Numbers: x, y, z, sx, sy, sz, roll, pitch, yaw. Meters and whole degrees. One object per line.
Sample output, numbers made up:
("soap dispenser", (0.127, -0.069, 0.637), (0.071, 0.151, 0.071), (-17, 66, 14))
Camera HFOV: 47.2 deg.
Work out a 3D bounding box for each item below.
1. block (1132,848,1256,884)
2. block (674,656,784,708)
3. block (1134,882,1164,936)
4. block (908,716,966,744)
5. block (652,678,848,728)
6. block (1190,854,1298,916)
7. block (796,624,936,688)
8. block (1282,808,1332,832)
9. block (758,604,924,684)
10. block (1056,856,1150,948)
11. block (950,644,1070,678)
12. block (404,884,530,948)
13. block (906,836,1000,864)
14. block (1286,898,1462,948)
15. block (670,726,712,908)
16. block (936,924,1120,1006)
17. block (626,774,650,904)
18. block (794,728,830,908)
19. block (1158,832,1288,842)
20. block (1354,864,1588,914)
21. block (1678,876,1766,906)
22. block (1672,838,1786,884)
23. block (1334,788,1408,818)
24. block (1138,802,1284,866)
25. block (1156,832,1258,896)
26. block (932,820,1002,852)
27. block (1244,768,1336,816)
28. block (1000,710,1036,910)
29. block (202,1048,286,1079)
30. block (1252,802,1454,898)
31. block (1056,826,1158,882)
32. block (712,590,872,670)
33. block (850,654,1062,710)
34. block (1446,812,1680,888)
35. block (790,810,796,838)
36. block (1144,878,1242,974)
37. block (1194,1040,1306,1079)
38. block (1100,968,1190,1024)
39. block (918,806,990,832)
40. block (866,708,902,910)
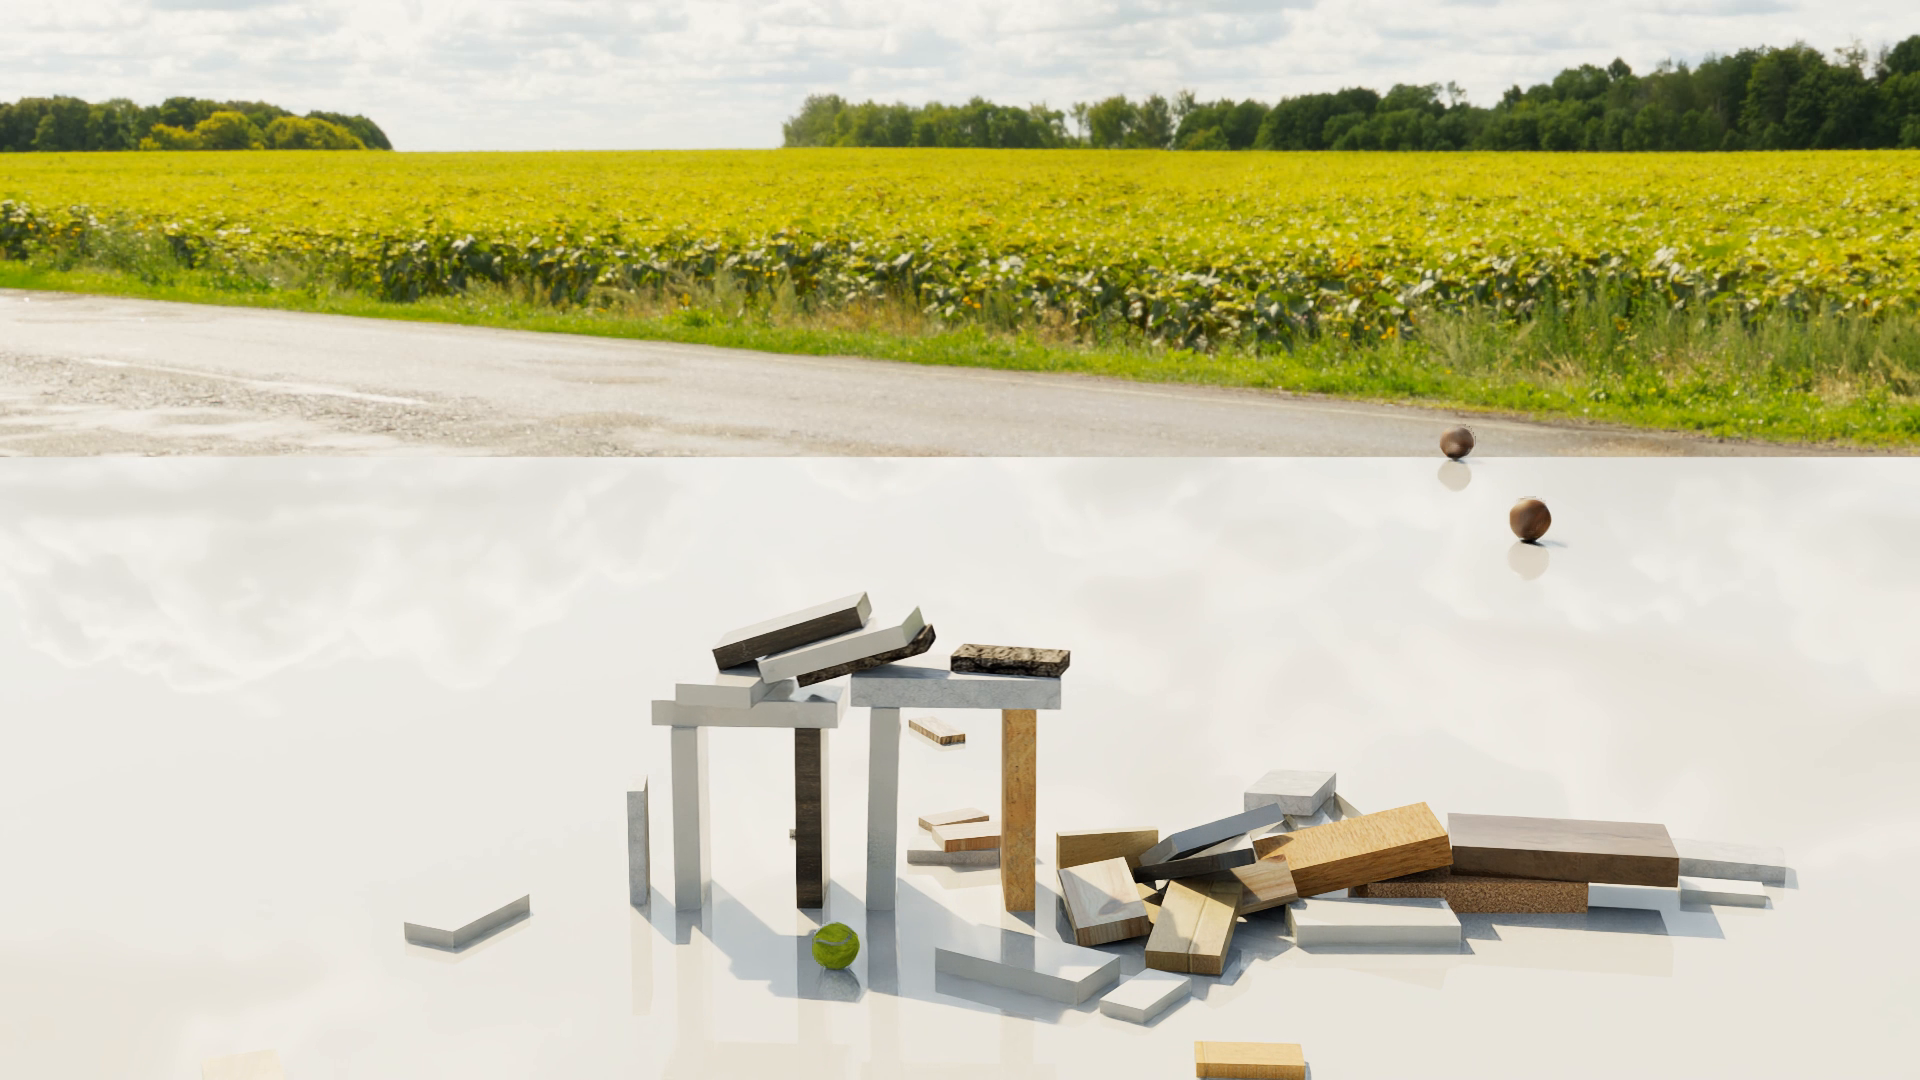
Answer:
("block", (0.378, 0.527, 3.557), (0.090, 0.026, 0.181), (-2, -12, -45))
("block", (-0.369, 0.227, 3.631), (0.126, 0.036, 0.251), (2, 11, 11))
("block", (0.301, 0.598, 3.560), (0.086, 0.024, 0.173), (-6, 12, -28))
("block", (-0.049, 0.401, 4.641), (0.059, 0.017, 0.156), (-5, 12, -26))
("block", (-0.344, 0.268, 3.625), (0.303, 0.043, 0.152), (1, 11, 3))
("block", (0.457, 0.562, 3.543), (0.159, 0.023, 0.080), (-14, 44, 2))
("block", (-0.153, 0.189, 3.592), (0.222, 0.026, 0.090), (-16, 9, 13))
("block", (0.639, 0.513, 4.029), (0.067, 0.019, 0.133), (-1, 11, -5))
("block", (-0.192, 0.170, 3.585), (0.251, 0.036, 0.126), (-16, 10, 15))
("block", (0.228, 0.580, 3.533), (0.114, 0.032, 0.229), (-11, 16, -2))
("block", (0.083, 0.197, 3.593), (0.181, 0.026, 0.090), (3, 11, 14))
("block", (-0.789, 0.602, 3.527), (0.097, 0.027, 0.194), (5, 12, 26))
("block", (-0.011, 0.543, 3.859), (0.159, 0.023, 0.080), (1, 11, 3))
("block", (0.653, 0.606, 3.487), (0.255, 0.035, 0.125), (0, 11, 0))
("block", (-0.445, 0.440, 3.644), (0.043, 0.303, 0.152), (0, 11, 0))
("block", (0.101, 0.637, 3.316), (0.250, 0.035, 0.125), (7, 13, 33))
("block", (-0.533, 0.495, 3.648), (0.027, 0.194, 0.097), (-1, 11, -4))
("block", (-0.244, 0.440, 3.645), (0.043, 0.303, 0.152), (0, 11, 1))
("block", (0.455, 0.544, 3.831), (0.426, 0.030, 0.107), (-1, 11, -4))
("block", (0.841, 0.566, 3.660), (0.358, 0.051, 0.179), (0, 11, 0))
("block", (1.264, 0.583, 3.653), (0.133, 0.019, 0.067), (3, 11, 13))
("block", (1.307, 0.551, 3.794), (0.214, 0.030, 0.107), (3, 11, 17))
("block", (0.777, 0.504, 4.048), (0.107, 0.030, 0.214), (-2, 11, -11))
("block", (0.426, 0.505, 3.719), (0.229, 0.032, 0.114), (-11, -20, -31))
("block", (0.409, 0.543, 3.656), (0.173, 0.024, 0.086), (-24, 10, 6))
("block", (0.038, 0.519, 3.865), (0.159, 0.023, 0.080), (-3, 11, -16))
("block", (0.621, 0.472, 4.126), (0.125, 0.035, 0.250), (1, 5, 20))
("block", (0.096, 0.423, 3.640), (0.048, 0.339, 0.170), (0, 11, -2))
("block", (-0.934, 0.722, 2.880), (0.097, 0.027, 0.194), (-5, 11, -23))
("block", (0.620, 0.525, 3.653), (0.358, 0.051, 0.179), (-13, 10, 3))
("block", (0.250, 0.535, 3.729), (0.173, 0.086, 0.024), (-2, 9, -11))
("block", (-0.277, 0.149, 3.648), (0.251, 0.036, 0.126), (-17, 8, 8))
("block", (-0.004, 0.231, 3.608), (0.339, 0.048, 0.170), (1, 11, 2))
("block", (0.997, 0.514, 3.659), (0.358, 0.051, 0.179), (2, 11, 10))
("block", (-0.278, 0.517, 4.015), (0.058, 0.017, 0.117), (0, 11, 0))
("block", (0.366, 0.599, 3.421), (0.114, 0.032, 0.229), (1, 20, 16))
("block", (0.392, 0.706, 2.986), (0.145, 0.021, 0.072), (1, 11, 4))
("block", (0.271, 0.664, 3.212), (0.072, 0.021, 0.145), (7, 13, 33))
("block", (-0.011, 0.514, 4.032), (0.117, 0.017, 0.059), (-6, 12, -31))
("block", (-0.125, 0.422, 3.640), (0.048, 0.339, 0.170), (2, 11, 0))
